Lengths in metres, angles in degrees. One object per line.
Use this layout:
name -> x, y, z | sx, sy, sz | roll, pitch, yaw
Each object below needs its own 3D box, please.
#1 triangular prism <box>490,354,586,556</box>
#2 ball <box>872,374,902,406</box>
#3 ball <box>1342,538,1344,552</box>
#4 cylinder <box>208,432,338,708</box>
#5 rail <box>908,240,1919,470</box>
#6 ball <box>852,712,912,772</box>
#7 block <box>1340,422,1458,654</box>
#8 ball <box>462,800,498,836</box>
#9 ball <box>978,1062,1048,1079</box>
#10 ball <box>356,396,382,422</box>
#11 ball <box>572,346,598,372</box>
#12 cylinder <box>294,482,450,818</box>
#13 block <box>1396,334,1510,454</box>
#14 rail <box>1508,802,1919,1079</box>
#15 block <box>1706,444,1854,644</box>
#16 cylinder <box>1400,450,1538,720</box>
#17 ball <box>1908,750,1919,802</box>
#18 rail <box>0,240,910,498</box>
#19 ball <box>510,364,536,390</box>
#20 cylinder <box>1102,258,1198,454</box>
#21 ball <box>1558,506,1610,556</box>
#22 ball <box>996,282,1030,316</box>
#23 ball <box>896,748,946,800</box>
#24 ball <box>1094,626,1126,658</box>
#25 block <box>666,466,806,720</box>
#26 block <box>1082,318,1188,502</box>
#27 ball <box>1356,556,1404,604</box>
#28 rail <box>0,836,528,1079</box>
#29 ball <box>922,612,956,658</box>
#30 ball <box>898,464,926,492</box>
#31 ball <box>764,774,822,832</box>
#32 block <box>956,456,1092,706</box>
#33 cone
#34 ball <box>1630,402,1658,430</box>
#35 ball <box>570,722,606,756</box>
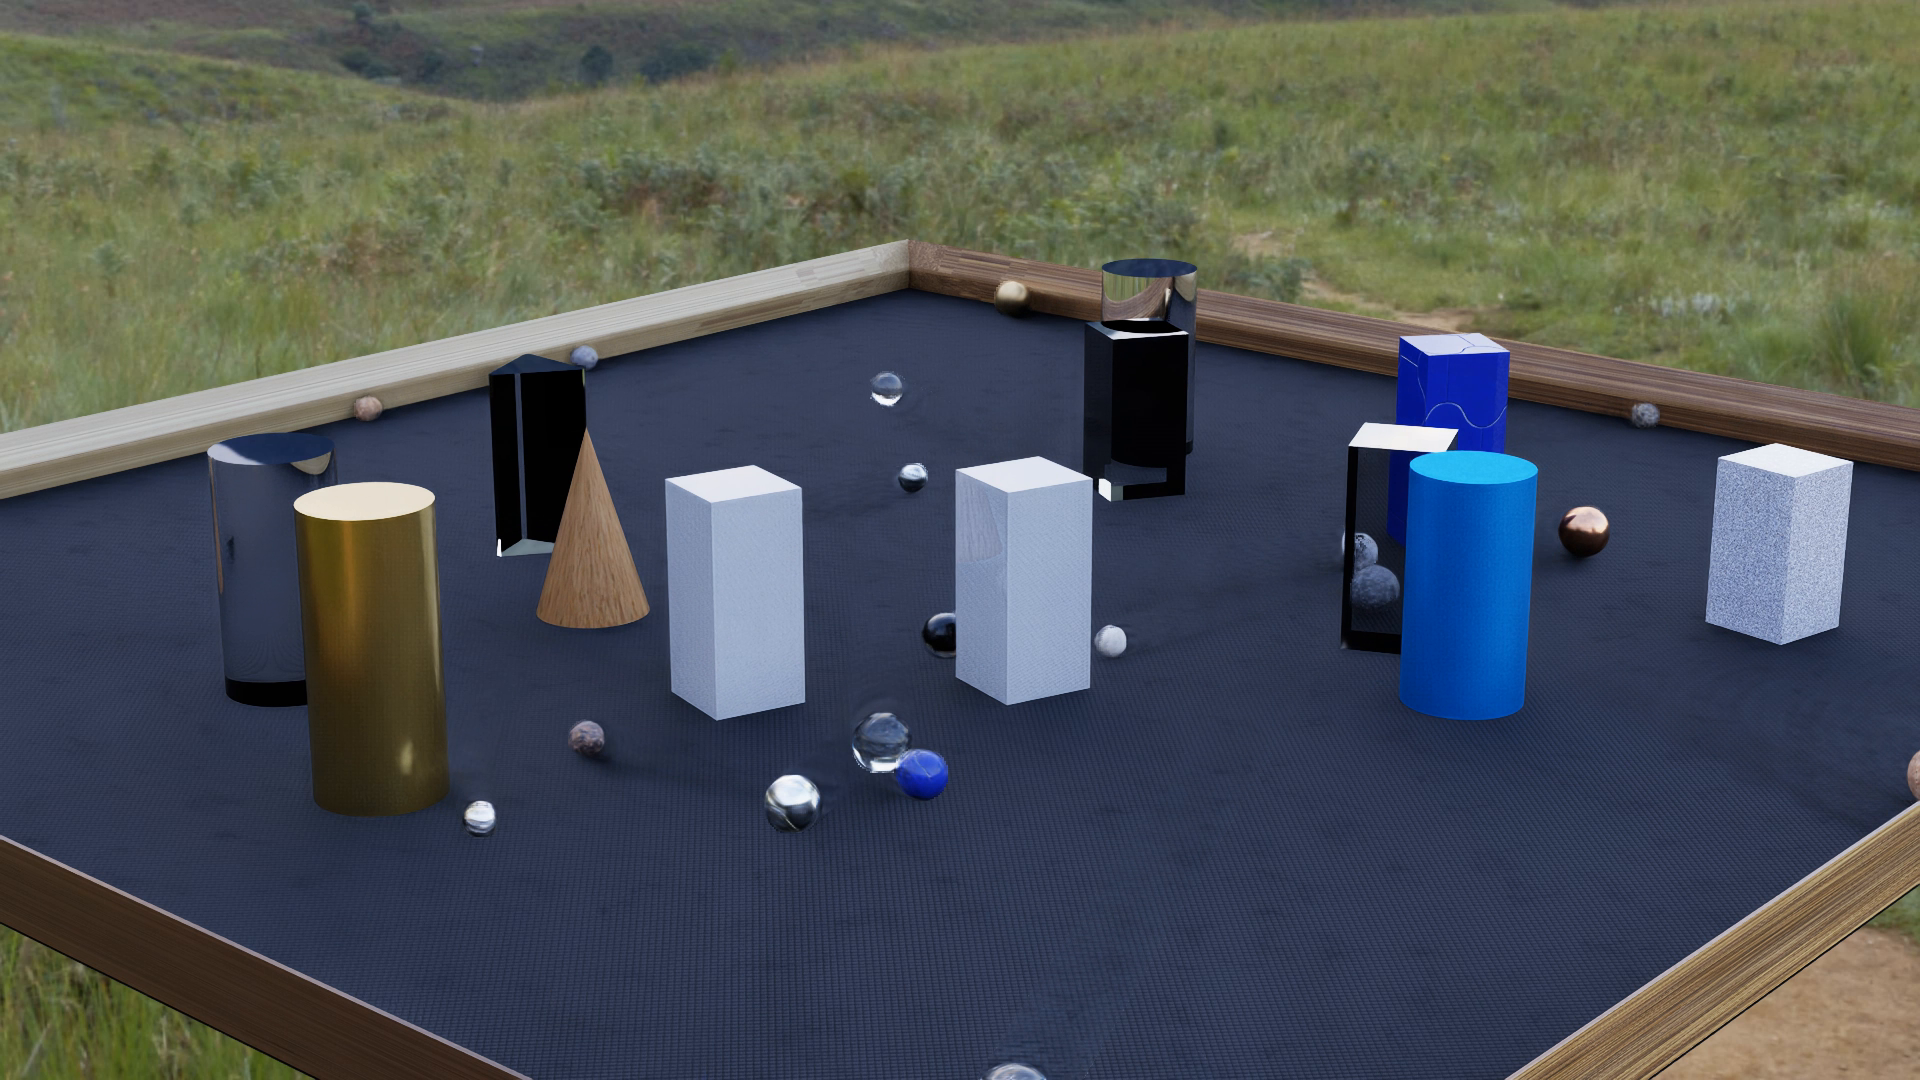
triangular prism -> -0.779, -0.160, 5.390 | 0.168, 0.340, 0.146 | -4, 17, -15
ball -> -0.160, -0.330, 6.422 | 0.069, 0.069, 0.069 | 0, 17, 0
ball -> 0.726, 0.009, 5.288 | 0.075, 0.075, 0.075 | 0, 17, 0
cylinder -> -1.071, 0.045, 4.617 | 0.194, 0.393, 0.194 | 0, 17, 0
rail -> 1.212, -0.371, 6.456 | 3.608, 0.126, 0.045 | 14, 22, 39
ball -> -0.114, 0.296, 4.310 | 0.089, 0.089, 0.089 | 0, 17, 0
block -> 0.727, -0.001, 4.851 | 0.156, 0.347, 0.156 | 5, 18, 16
ball -> -0.667, 0.388, 4.076 | 0.050, 0.050, 0.050 | 0, 17, 0
ball -> 0.058, 0.622, 3.216 | 0.097, 0.097, 0.097 | 0, 17, 0
ball -> -1.268, -0.281, 6.286 | 0.055, 0.055, 0.055 | 0, 17, 0
ball -> -0.861, -0.416, 6.723 | 0.059, 0.059, 0.059 | 0, 17, 0
cylinder -> -0.835, 0.155, 4.177 | 0.194, 0.438, 0.194 | 0, 17, 0
block -> 0.907, -0.186, 5.434 | 0.156, 0.363, 0.156 | -3, 17, -11
rail -> 1.344, 0.369, 4.003 | 0.045, 0.126, 3.744 | 14, 22, 39
block -> 1.377, 0.005, 4.932 | 0.156, 0.289, 0.156 | -13, 21, -36
cylinder -> 0.790, 0.069, 4.564 | 0.194, 0.378, 0.194 | 0, 17, 0
ball -> 1.396, 0.336, 4.166 | 0.097, 0.097, 0.097 | 0, 17, 0
rail -> -1.344, -0.305, 6.238 | 0.045, 0.126, 3.744 | 14, 22, 39
ball -> -0.977, -0.364, 6.557 | 0.056, 0.056, 0.056 | 0, 17, 0
cylinder -> 0.386, -0.372, 6.023 | 0.194, 0.380, 0.194 | 0, 17, 0
ball -> 1.137, -0.016, 5.340 | 0.092, 0.092, 0.092 | 0, 17, 0
ball -> 0.133, -0.598, 7.282 | 0.086, 0.086, 0.086 | 0, 17, 0
ball -> -0.056, 0.336, 4.209 | 0.072, 0.072, 0.072 | 0, 17, 0
ball -> 0.247, 0.166, 4.804 | 0.053, 0.053, 0.053 | 0, 17, 0
block -> -0.350, 0.080, 4.576 | 0.156, 0.350, 0.156 | -10, 20, -30
block -> 0.343, -0.258, 5.743 | 0.156, 0.322, 0.156 | -5, 18, -17
ball -> 0.728, 0.071, 5.069 | 0.084, 0.084, 0.084 | 0, 17, 0
rail -> -1.212, 0.435, 3.784 | 3.608, 0.126, 0.045 | 14, 22, 39
ball -> -0.024, 0.156, 4.802 | 0.075, 0.075, 0.075 | 0, 17, 0
ball -> -0.093, -0.121, 5.753 | 0.055, 0.055, 0.055 | 0, 17, 0
ball -> -0.233, 0.367, 4.091 | 0.081, 0.081, 0.081 | 0, 17, 0
block -> 0.100, 0.062, 4.642 | 0.156, 0.346, 0.156 | -10, 19, -30
cone -> -0.631, -0.035, 4.999 | 0.194, 0.326, 0.194 | 0, 17, 0
ball -> 1.452, -0.264, 6.222 | 0.058, 0.058, 0.058 | 0, 17, 0
ball -> -0.556, 0.297, 4.373 | 0.053, 0.053, 0.053 | 0, 17, 0
